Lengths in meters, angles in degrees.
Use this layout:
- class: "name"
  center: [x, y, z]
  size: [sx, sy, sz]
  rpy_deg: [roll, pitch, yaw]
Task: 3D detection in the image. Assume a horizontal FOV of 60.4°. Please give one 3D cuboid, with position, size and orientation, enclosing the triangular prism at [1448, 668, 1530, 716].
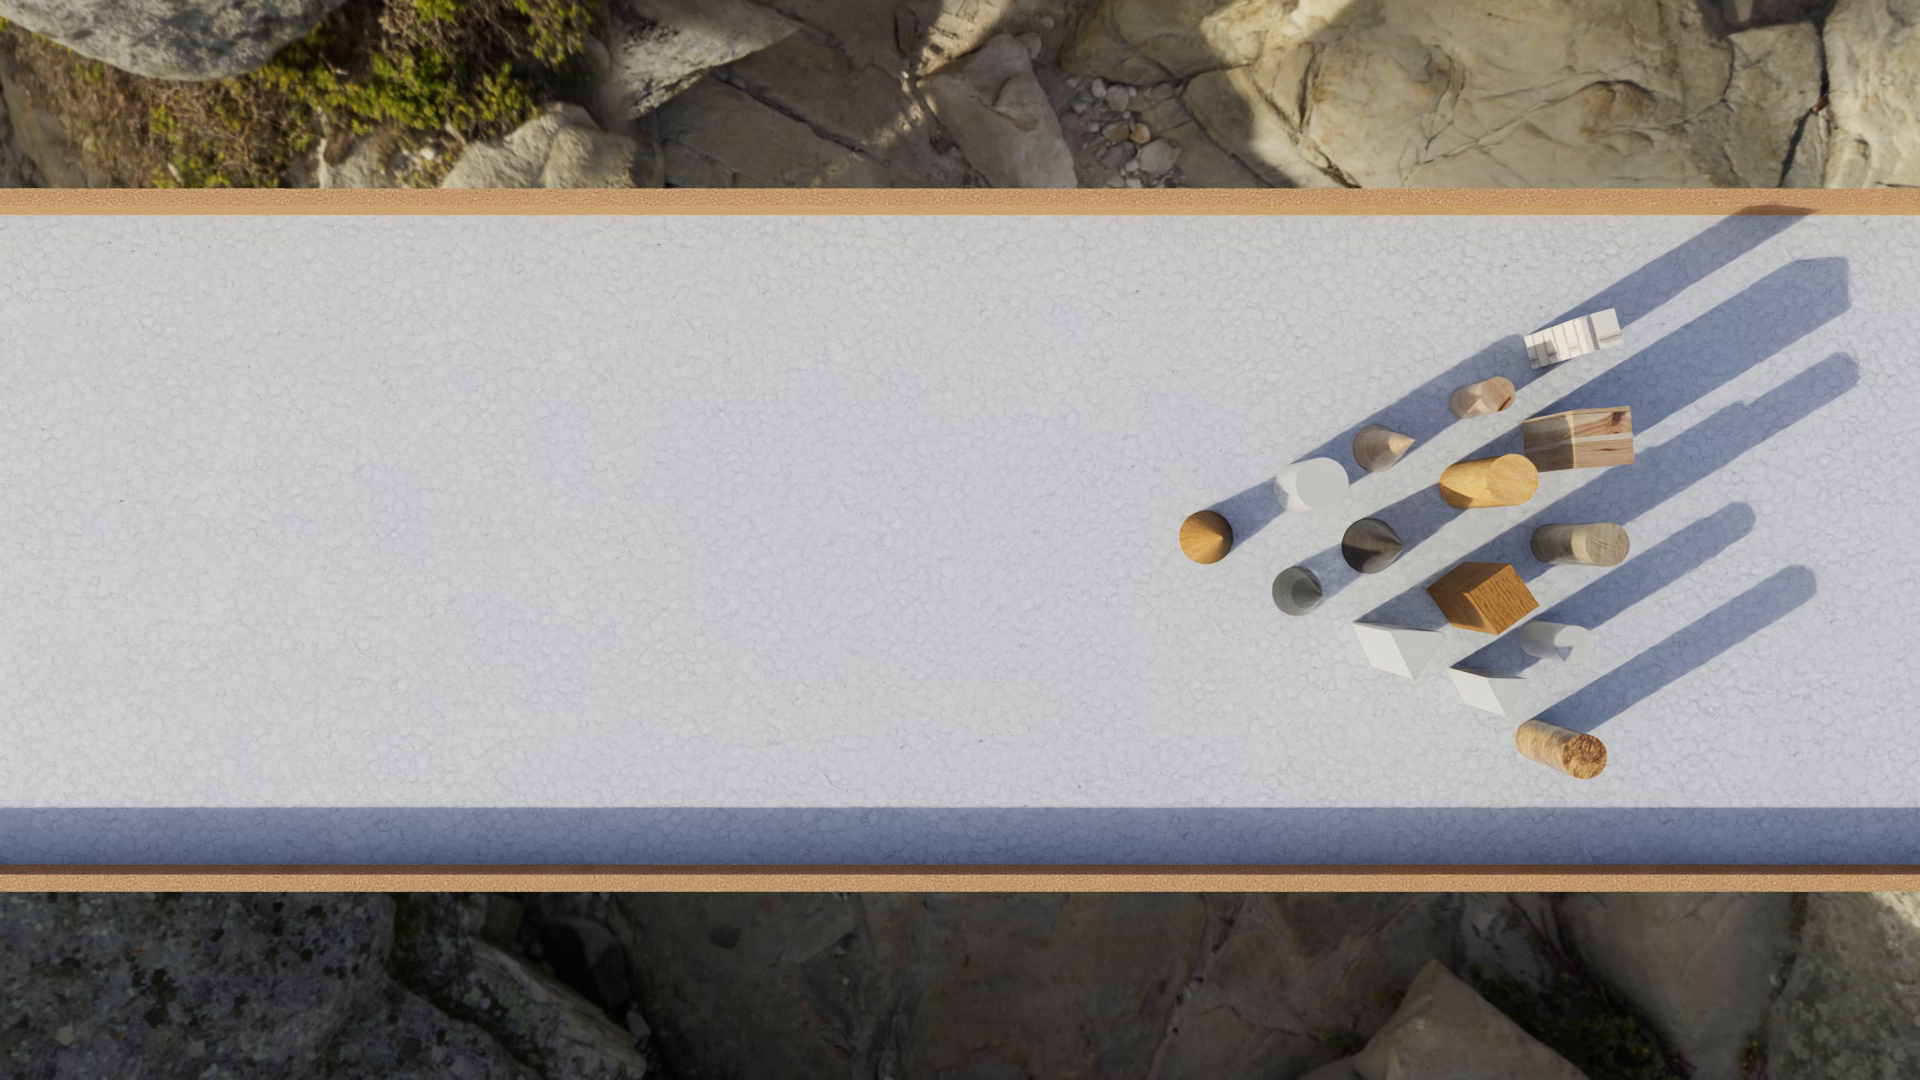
- class: "triangular prism"
  center: [1.545, 0.424, 4.884]
  size: [0.107, 0.385, 0.123]
  rpy_deg: [31, 90, 0]

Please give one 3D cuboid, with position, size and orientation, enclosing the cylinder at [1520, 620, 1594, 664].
- class: "cylinder"
  center: [1.777, 0.302, 4.922]
  size: [0.112, 0.309, 0.112]
  rpy_deg: [0, 90, 0]

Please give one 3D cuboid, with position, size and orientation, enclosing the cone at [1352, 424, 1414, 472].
- class: "cone"
  center: [1.282, -0.282, 4.860]
  size: [0.148, 0.433, 0.148]
  rpy_deg: [0, 90, 0]

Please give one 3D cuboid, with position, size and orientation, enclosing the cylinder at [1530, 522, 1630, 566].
- class: "cylinder"
  center: [1.819, 0.013, 4.854]
  size: [0.125, 0.445, 0.125]
  rpy_deg: [0, 90, 0]

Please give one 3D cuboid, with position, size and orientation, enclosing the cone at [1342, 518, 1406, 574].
- class: "cone"
  center: [1.261, 0.018, 4.871]
  size: [0.173, 0.410, 0.173]
  rpy_deg: [0, 90, 0]

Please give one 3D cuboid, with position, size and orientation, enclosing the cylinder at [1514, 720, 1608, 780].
- class: "cylinder"
  center: [1.771, 0.614, 4.876]
  size: [0.128, 0.401, 0.128]
  rpy_deg: [0, 90, 0]

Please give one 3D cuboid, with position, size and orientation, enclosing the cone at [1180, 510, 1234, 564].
- class: "cone"
  center: [0.758, -0.008, 4.913]
  size: [0.166, 0.327, 0.166]
  rpy_deg: [0, 90, 0]

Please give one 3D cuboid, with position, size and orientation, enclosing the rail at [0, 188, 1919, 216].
- class: "rail"
  center: [-2.247, -1.025, 5.002]
  size: [12.000, 0.150, 0.050]
  rpy_deg: [0, 90, 0]

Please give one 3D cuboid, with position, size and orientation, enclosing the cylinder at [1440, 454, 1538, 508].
- class: "cylinder"
  center: [1.547, -0.168, 4.847]
  size: [0.145, 0.460, 0.145]
  rpy_deg: [0, 90, 0]

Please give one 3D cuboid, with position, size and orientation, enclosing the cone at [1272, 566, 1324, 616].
- class: "cone"
  center: [1.036, 0.158, 4.886]
  size: [0.153, 0.381, 0.153]
  rpy_deg: [0, 90, 0]

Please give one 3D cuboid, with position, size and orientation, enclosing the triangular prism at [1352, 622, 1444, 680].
- class: "triangular prism"
  center: [1.262, 0.290, 4.849]
  size: [0.133, 0.455, 0.154]
  rpy_deg: [34, 90, 0]

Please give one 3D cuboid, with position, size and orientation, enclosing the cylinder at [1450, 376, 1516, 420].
- class: "cylinder"
  center: [1.556, -0.422, 4.922]
  size: [0.101, 0.309, 0.101]
  rpy_deg: [0, 90, 0]

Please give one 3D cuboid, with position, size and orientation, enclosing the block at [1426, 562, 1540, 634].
- class: "block"
  center: [1.535, 0.167, 4.864]
  size: [0.144, 0.424, 0.144]
  rpy_deg: [-35, 90, 0]

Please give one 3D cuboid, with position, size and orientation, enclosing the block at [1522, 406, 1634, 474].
- class: "block"
  center: [1.818, -0.291, 4.868]
  size: [0.164, 0.418, 0.164]
  rpy_deg: [-4, 90, 0]

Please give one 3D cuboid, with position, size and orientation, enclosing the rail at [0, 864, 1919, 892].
- class: "rail"
  center: [-2.247, 1.025, 5.001]
  size: [12.000, 0.150, 0.050]
  rpy_deg: [0, 90, 0]

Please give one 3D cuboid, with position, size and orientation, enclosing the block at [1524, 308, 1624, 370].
- class: "block"
  center: [1.797, -0.588, 4.849]
  size: [0.102, 0.456, 0.102]
  rpy_deg: [-15, 90, 0]

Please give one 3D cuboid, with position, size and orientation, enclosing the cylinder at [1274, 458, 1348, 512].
- class: "cylinder"
  center: [1.042, -0.162, 4.910]
  size: [0.153, 0.333, 0.153]
  rpy_deg: [0, 90, 0]
